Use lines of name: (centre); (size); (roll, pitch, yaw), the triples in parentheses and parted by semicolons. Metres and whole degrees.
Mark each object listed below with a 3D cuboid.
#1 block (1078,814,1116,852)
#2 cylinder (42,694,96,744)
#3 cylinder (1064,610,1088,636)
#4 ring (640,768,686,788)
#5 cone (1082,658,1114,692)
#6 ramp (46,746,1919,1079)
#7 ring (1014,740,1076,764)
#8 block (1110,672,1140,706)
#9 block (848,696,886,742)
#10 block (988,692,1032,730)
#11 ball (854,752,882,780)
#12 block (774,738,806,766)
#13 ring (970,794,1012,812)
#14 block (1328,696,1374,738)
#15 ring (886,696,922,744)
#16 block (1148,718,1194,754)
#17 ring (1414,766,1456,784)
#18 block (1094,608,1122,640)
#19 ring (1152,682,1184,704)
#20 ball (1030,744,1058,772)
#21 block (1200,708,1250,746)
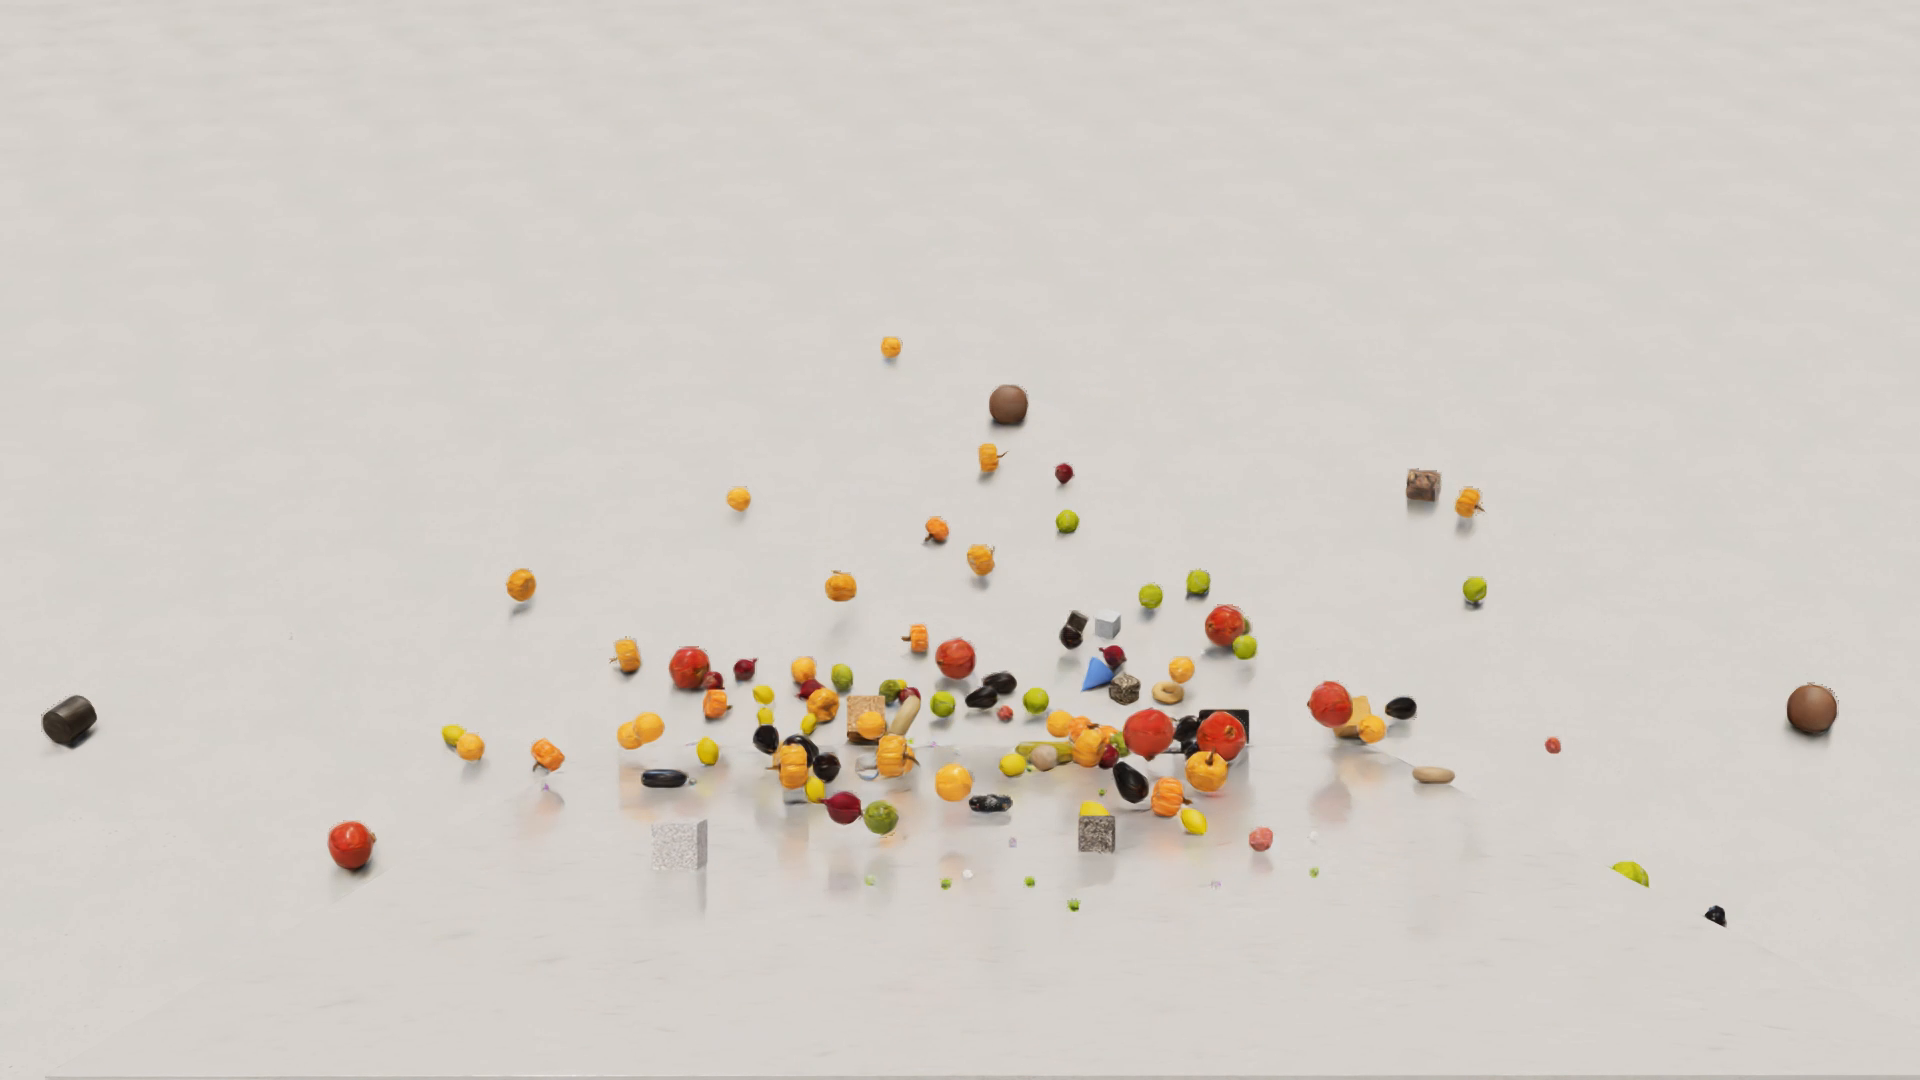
block: (0.238, 0.509, 4.481); (0.058, 0.058, 0.058); (0, 0, 10)
cylinder: (-2.345, 0.472, 6.810); (0.096, 0.096, 0.096); (12, 29, 21)
cylinder: (0.327, 0.234, 7.269); (0.052, 0.052, 0.052); (24, 11, -5)
ring: (-0.643, 0.517, 5.614); (0.101, 0.034, 0.101); (1, 1, 0)
cone: (0.359, 0.383, 7.035); (0.090, 0.090, 0.090); (-44, 46, -16)
ramp: (0.066, 0.587, 4.637); (2.000, 0.100, 4.000); (0, 0, 0)
ring: (0.203, 0.506, 6.163); (0.148, 0.049, 0.148); (0, -1, 0)
block: (0.445, 0.403, 6.982); (0.057, 0.057, 0.057); (-22, 36, -33)
block: (-0.244, 0.469, 6.776); (0.099, 0.099, 0.099); (0, 70, -1)
block: (0.133, 0.457, 6.871); (0.076, 0.076, 0.076); (-12, -8, -36)
ball: (-0.204, 0.503, 5.740); (0.060, 0.060, 0.060); (0, 29, 0)
block: (-0.401, 0.501, 6.097); (0.060, 0.060, 0.060); (0, 0, 13)
ring: (0.060, 0.521, 5.118); (0.086, 0.029, 0.086); (-1, 1, 0)
block: (1.030, 0.466, 6.807); (0.080, 0.080, 0.080); (-4, 63, -16)
ring: (-0.140, 0.448, 6.441); (0.045, 0.134, 0.134); (30, 33, 1)
block: (0.524, 0.488, 6.440); (0.082, 0.082, 0.082); (0, 0, 39)
ring: (1.045, 0.517, 5.697); (0.093, 0.031, 0.093); (4, 0, 0)
block: (0.415, 0.237, 7.278); (0.058, 0.058, 0.058); (13, 32, 23)
ring: (0.563, 0.412, 6.994); (0.089, 0.030, 0.089); (1, 30, 0)
ball: (0.194, 0.500, 5.951); (0.062, 0.062, 0.062); (0, 29, 0)
block: (0.685, 0.485, 6.704); (0.090, 0.090, 0.090); (1, -2, -43)
